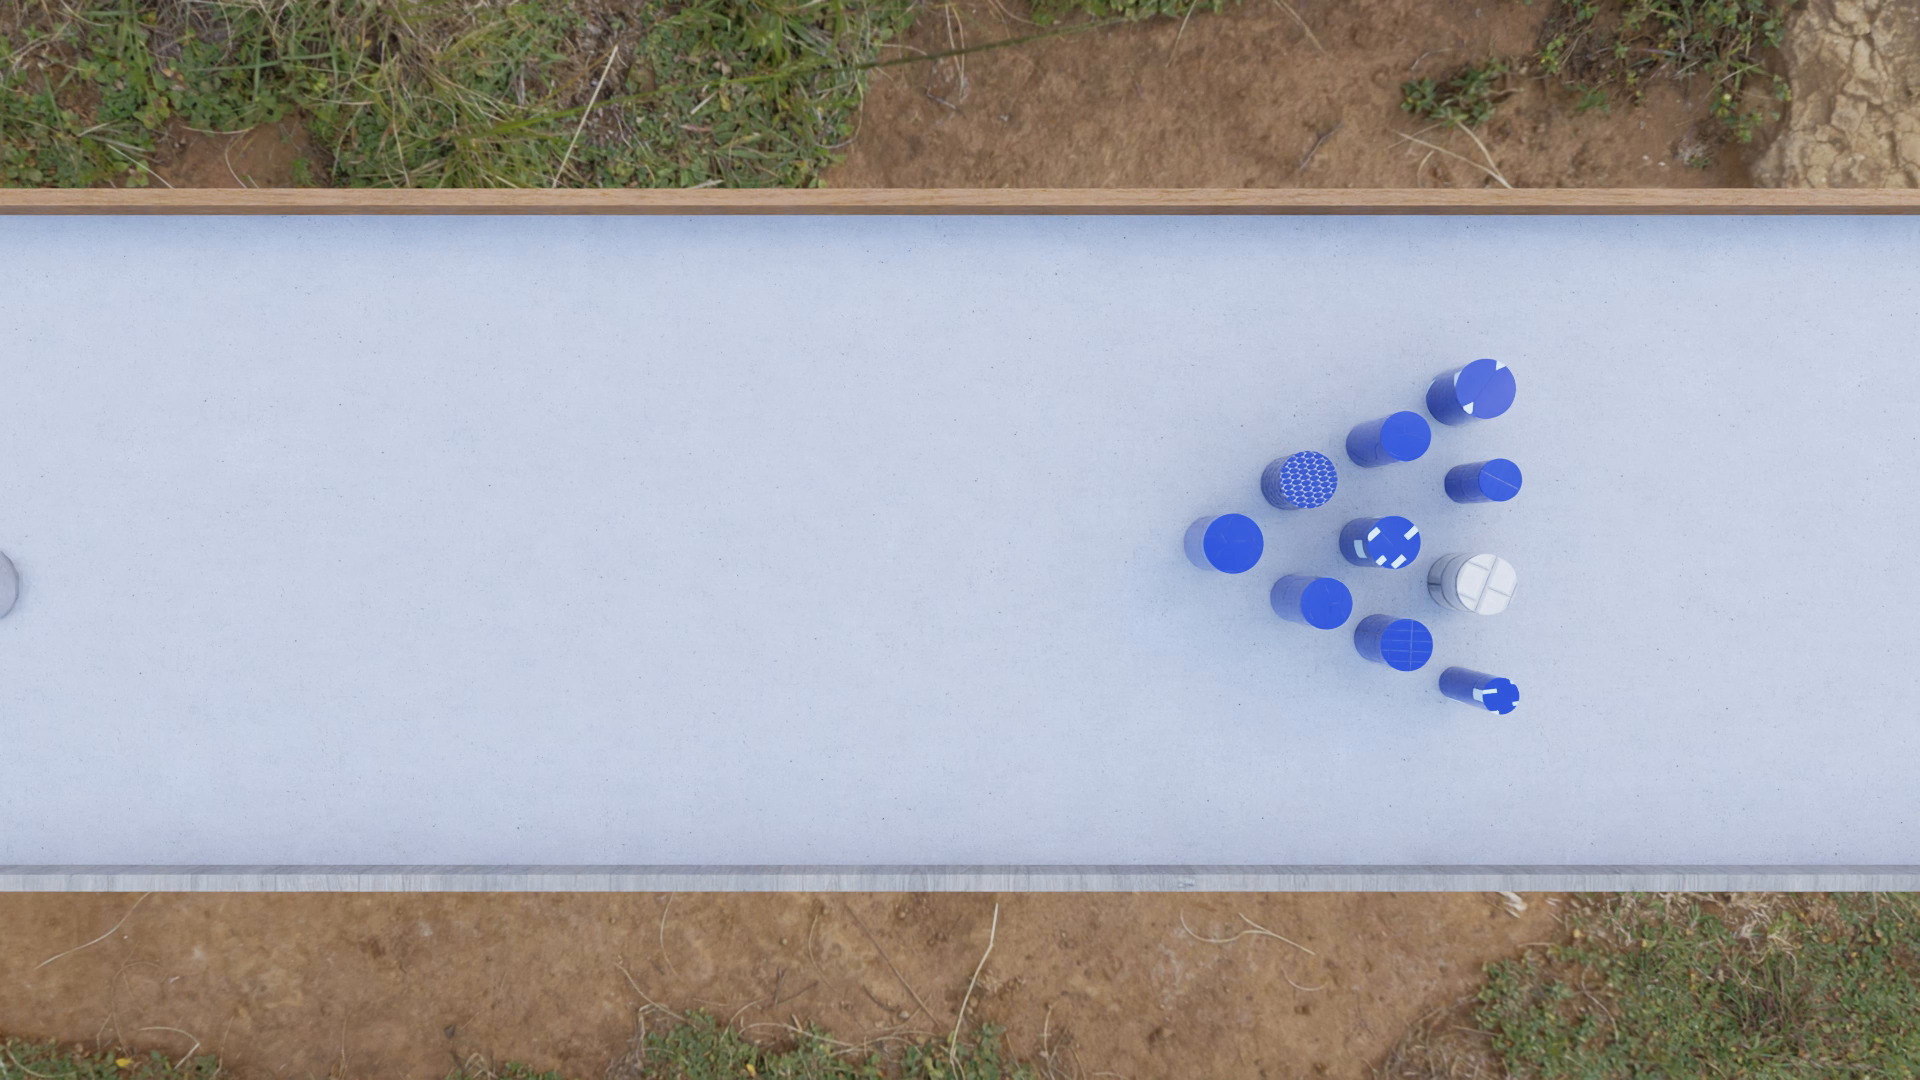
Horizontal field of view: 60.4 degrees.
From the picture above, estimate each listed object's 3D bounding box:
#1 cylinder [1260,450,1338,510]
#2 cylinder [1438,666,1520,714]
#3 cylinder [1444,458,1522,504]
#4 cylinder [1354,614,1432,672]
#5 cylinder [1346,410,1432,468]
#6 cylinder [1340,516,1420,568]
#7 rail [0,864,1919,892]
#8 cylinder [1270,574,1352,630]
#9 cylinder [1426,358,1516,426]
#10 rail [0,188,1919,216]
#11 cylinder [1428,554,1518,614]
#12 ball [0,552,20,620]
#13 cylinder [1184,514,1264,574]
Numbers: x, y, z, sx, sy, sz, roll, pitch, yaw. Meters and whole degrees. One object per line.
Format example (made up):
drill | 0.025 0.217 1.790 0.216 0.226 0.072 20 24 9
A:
cylinder | 1.008 -0.174 4.922 0.167 0.309 0.167 0 90 0
cylinder | 1.526 0.440 4.865 0.105 0.424 0.105 0 90 0
cylinder | 1.552 -0.172 4.906 0.124 0.341 0.124 0 90 0
cylinder | 1.288 0.303 4.916 0.152 0.320 0.152 0 90 0
cylinder | 1.258 -0.293 4.865 0.142 0.424 0.142 0 90 0
cylinder | 1.243 0.007 4.899 0.152 0.355 0.152 0 90 0
rail | -2.247 1.025 5.001 12.000 0.150 0.050 0 90 0
cylinder | 1.027 0.179 4.849 0.146 0.454 0.146 0 90 0
cylinder | 1.521 -0.438 4.923 0.174 0.307 0.174 0 90 0
rail | -2.247 -1.025 5.002 12.000 0.150 0.050 0 90 0
cylinder | 1.525 0.128 4.924 0.175 0.305 0.175 0 90 0
ball | -2.970 0.138 4.943 0.266 0.266 0.266 0 90 0
cylinder | 0.773 0.010 4.869 0.171 0.415 0.171 0 90 0
